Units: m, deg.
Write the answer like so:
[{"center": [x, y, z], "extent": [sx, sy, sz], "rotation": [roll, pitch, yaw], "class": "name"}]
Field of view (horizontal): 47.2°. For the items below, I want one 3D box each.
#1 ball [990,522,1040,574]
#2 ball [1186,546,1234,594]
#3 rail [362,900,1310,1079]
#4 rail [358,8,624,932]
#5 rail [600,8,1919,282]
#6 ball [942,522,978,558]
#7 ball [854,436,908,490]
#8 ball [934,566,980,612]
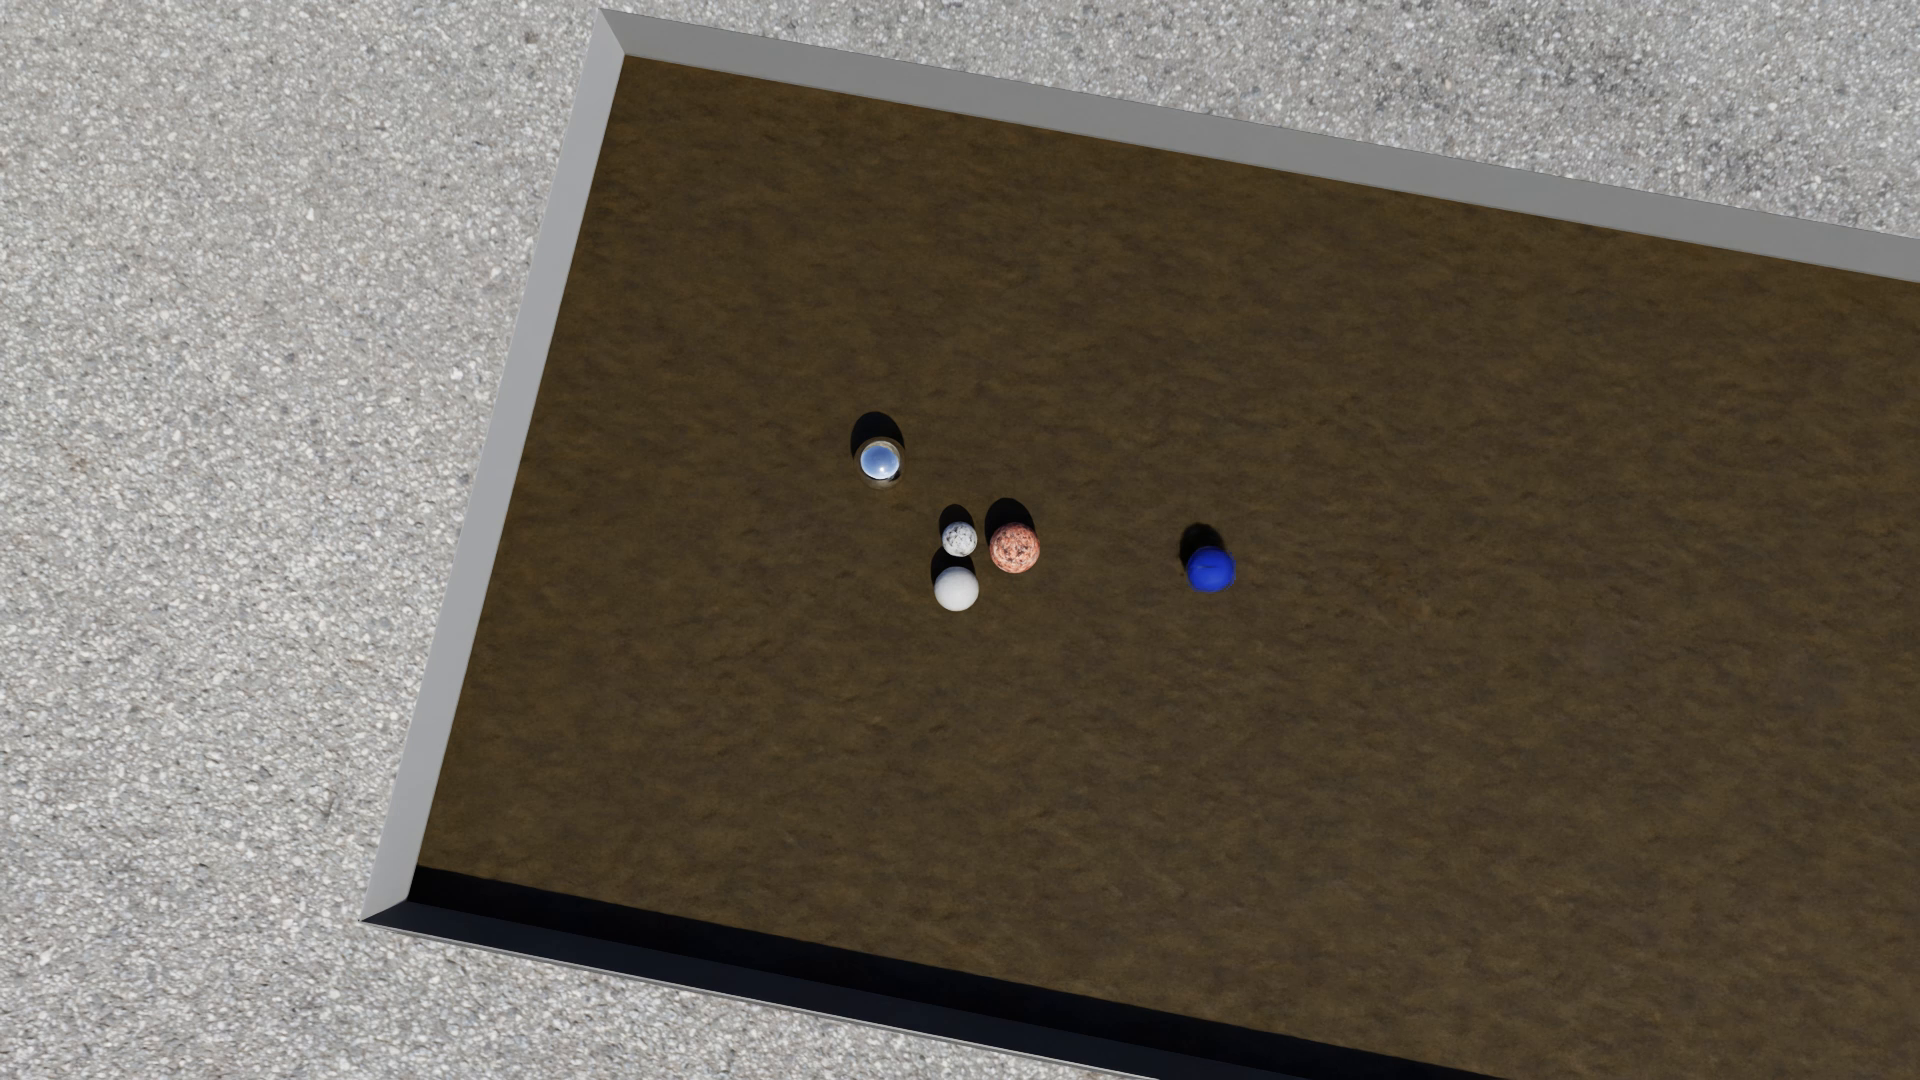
[{"center": [0.083, 0.012, 3.345], "extent": [0.078, 0.078, 0.078], "rotation": [0, 75, 0], "class": "ball"}, {"center": [0.380, 0.045, 3.339], "extent": [0.072, 0.072, 0.072], "rotation": [0, 75, 0], "class": "ball"}, {"center": [0.581, 0.803, 3.112], "extent": [2.920, 0.109, 0.045], "rotation": [11, 75, 3], "class": "rail"}, {"center": [-0.693, -0.134, 3.368], "extent": [0.045, 0.109, 1.473], "rotation": [11, 75, 3], "class": "rail"}, {"center": [0.852, -0.547, 3.481], "extent": [2.920, 0.109, 0.045], "rotation": [11, 75, 3], "class": "rail"}, {"center": [-0.001, -0.001, 3.361], "extent": [0.055, 0.055, 0.055], "rotation": [0, 75, 0], "class": "ball"}, {"center": [-0.122, -0.118, 3.378], "extent": [0.084, 0.084, 0.084], "rotation": [0, 75, 0], "class": "ball"}, {"center": [-0.005, 0.074, 3.333], "extent": [0.069, 0.069, 0.069], "rotation": [0, 75, 0], "class": "ball"}]
